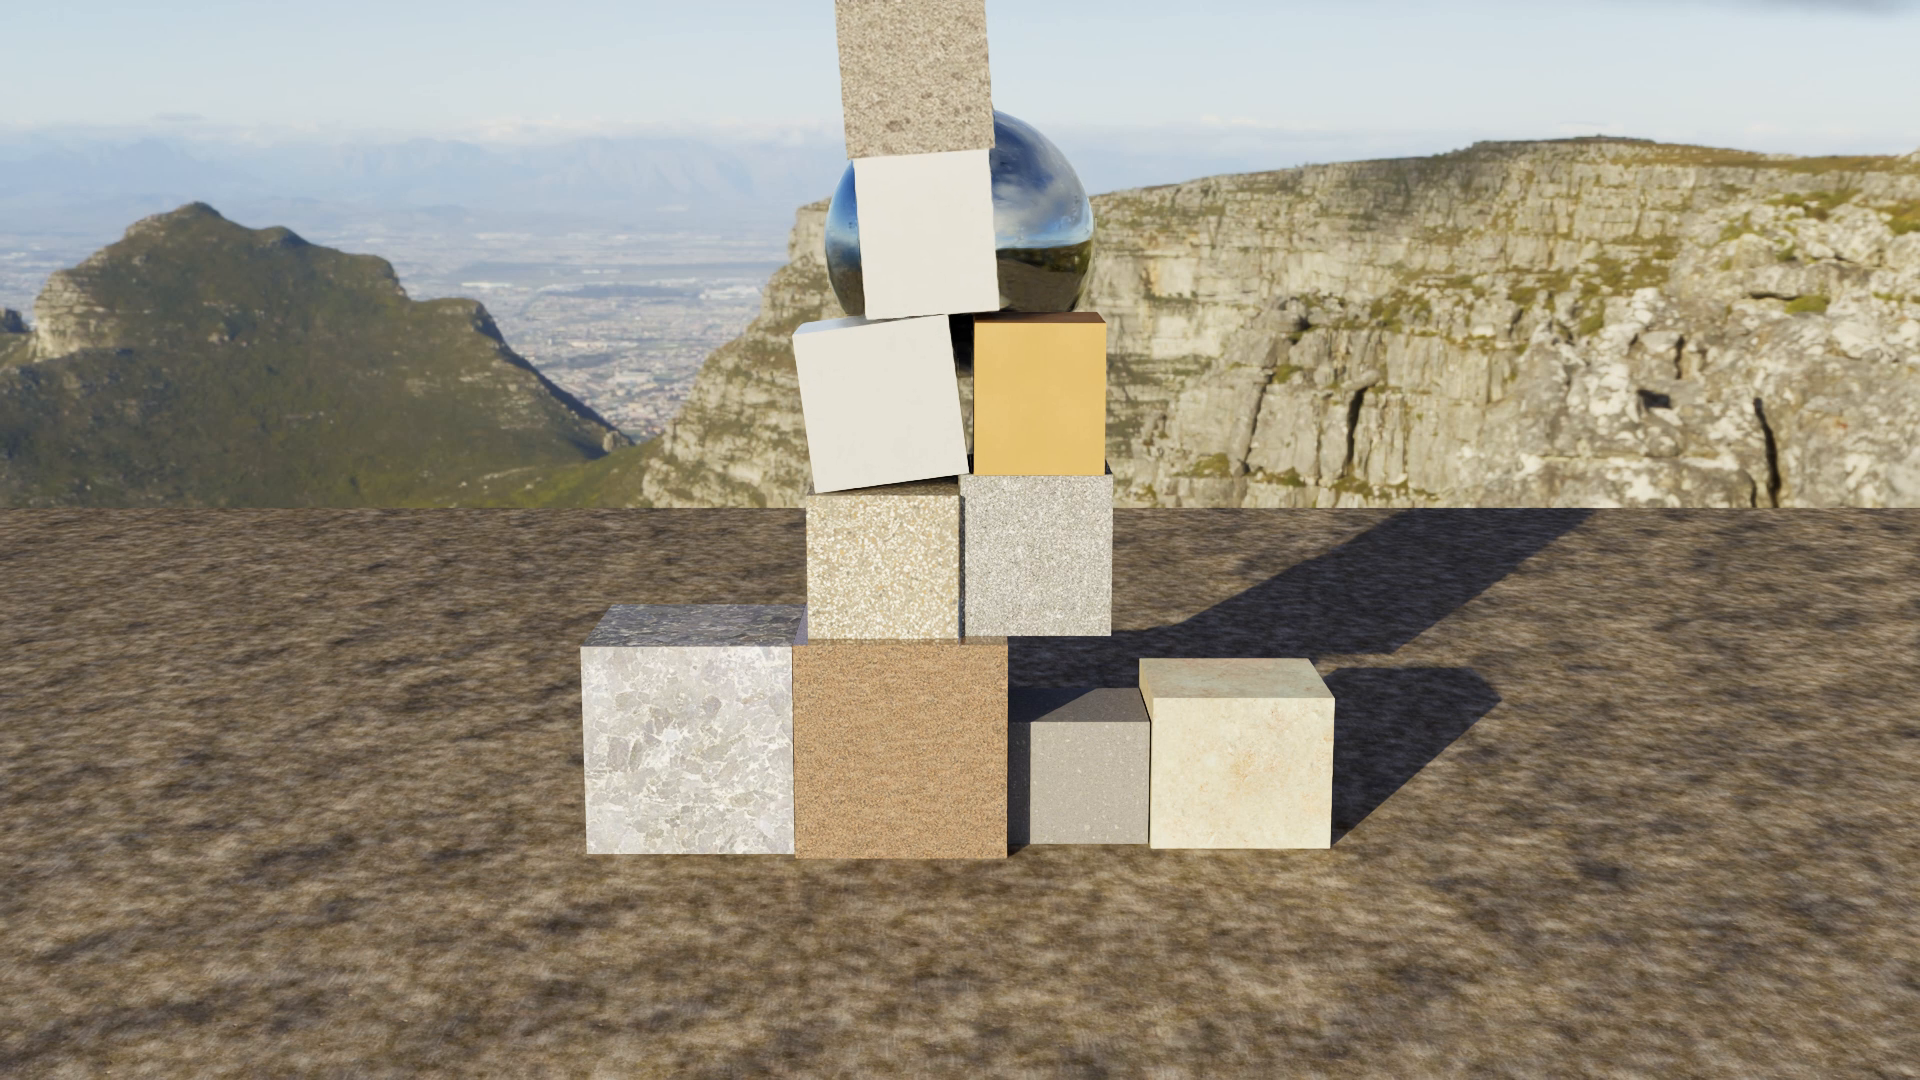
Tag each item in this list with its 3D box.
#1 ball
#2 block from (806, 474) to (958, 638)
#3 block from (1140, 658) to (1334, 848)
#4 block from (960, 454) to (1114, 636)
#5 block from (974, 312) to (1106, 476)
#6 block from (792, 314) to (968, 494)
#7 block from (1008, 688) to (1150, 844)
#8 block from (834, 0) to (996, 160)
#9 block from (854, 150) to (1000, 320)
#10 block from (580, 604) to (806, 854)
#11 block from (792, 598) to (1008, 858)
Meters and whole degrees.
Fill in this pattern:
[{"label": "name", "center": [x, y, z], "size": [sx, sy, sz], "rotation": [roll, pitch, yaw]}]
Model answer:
[{"label": "ball", "center": [0.000, -1.754, 12.970], "size": [1.600, 1.600, 1.600], "rotation": [0, 10, 0]}, {"label": "block", "center": [-0.379, 0.063, 11.177], "size": [0.741, 0.714, 0.812], "rotation": [0, 10, 0]}, {"label": "block", "center": [1.409, 1.091, 11.397], "size": [0.899, 0.776, 0.850], "rotation": [0, 10, 0]}, {"label": "block", "center": [0.376, 0.013, 11.191], "size": [0.747, 0.807, 0.723], "rotation": [0, 10, 0]}, {"label": "block", "center": [0.388, -0.746, 11.037], "size": [0.638, 0.742, 0.730], "rotation": [0, 10, 0]}, {"label": "block", "center": [-0.384, -0.723, 11.056], "size": [0.760, 0.782, 0.706], "rotation": [-8, 10, 1]}, {"label": "block", "center": [0.596, 1.161, 11.405], "size": [0.708, 0.634, 0.698], "rotation": [0, 10, 0]}, {"label": "block", "center": [-0.212, -2.291, 10.778], "size": [0.713, 0.784, 0.640], "rotation": [-4, 10, 1]}, {"label": "block", "center": [-0.155, -1.525, 10.894], "size": [0.647, 0.770, 0.650], "rotation": [-4, 10, 1]}, {"label": "block", "center": [-1.342, 0.955, 11.358], "size": [1.034, 1.058, 0.998], "rotation": [0, 10, 0]}, {"label": "block", "center": [-0.291, 0.945, 11.342], "size": [1.047, 1.082, 1.113], "rotation": [0, 10, 0]}]
